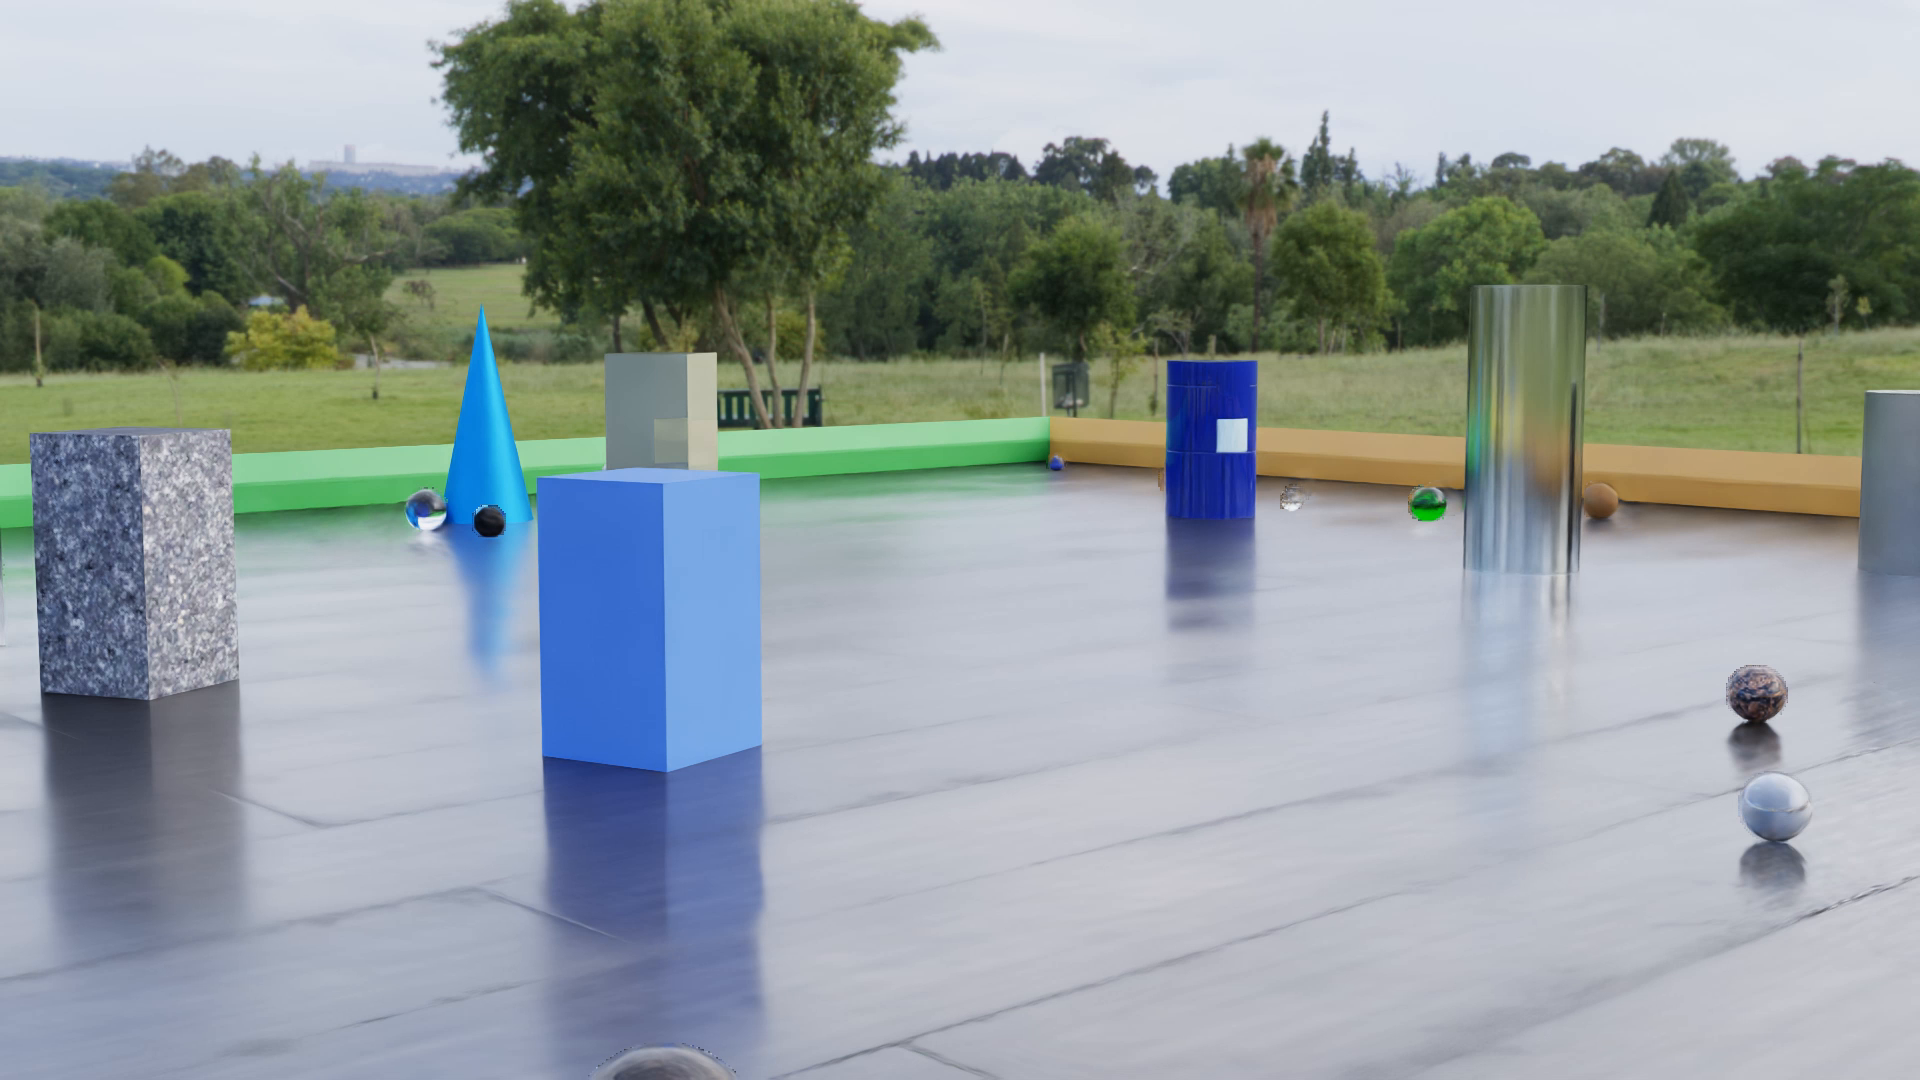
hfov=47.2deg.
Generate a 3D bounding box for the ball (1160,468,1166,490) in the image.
[{"bbox_3d":[0.521,-0.147,5.346,0.069,0.069,0.069,0,6,0],"label":"ball"}]

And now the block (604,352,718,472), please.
[{"bbox_3d":[-0.545,-0.159,4.032,0.157,0.367,0.157,1,6,13],"label":"block"}]

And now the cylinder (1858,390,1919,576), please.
[{"bbox_3d":[1.646,-0.100,3.757,0.197,0.306,0.197,0,6,0],"label":"cylinder"}]

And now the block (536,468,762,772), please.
[{"bbox_3d":[-0.311,0.074,2.219,0.157,0.280,0.157,3,7,30],"label":"block"}]

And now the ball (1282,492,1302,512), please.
[{"bbox_3d":[0.737,-0.086,4.884,0.044,0.044,0.044,0,6,0],"label":"ball"}]

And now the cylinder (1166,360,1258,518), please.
[{"bbox_3d":[0.547,-0.222,4.785,0.197,0.335,0.197,0,6,0],"label":"cylinder"}]

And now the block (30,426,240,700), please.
[{"bbox_3d":[-0.975,0.022,2.605,0.157,0.303,0.157,2,6,20],"label":"block"}]

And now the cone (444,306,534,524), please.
[{"bbox_3d":[-1.010,-0.272,4.668,0.197,0.460,0.197,0,6,0],"label":"cone"}]

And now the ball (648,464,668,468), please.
[{"bbox_3d":[-0.679,-0.120,4.950,0.098,0.098,0.098,0,6,0],"label":"ball"}]

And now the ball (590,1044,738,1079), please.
[{"bbox_3d":[-0.142,0.289,1.052,0.094,0.094,0.094,0,6,0],"label":"ball"}]

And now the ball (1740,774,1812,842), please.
[{"bbox_3d":[0.686,0.225,1.848,0.057,0.057,0.057,0,6,0],"label":"ball"}]

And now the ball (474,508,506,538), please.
[{"bbox_3d":[-0.923,-0.034,4.314,0.060,0.060,0.060,0,6,0],"label":"ball"}]

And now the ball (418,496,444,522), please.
[{"bbox_3d":[-1.110,-0.065,4.618,0.054,0.054,0.054,0,6,0],"label":"ball"}]

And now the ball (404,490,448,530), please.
[{"bbox_3d":[-1.080,-0.060,4.447,0.084,0.084,0.084,0,6,0],"label":"ball"}]

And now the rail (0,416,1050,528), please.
[{"bbox_3d":[-1.474,-0.133,4.920,4.782,0.128,0.045,-5,8,-42],"label":"rail"}]

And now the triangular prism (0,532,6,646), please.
[{"bbox_3d":[-1.335,-0.063,2.872,0.148,0.417,0.170,-3,7,-30],"label":"triangular prism"}]

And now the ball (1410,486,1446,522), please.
[{"bbox_3d":[0.988,-0.075,4.638,0.075,0.075,0.075,0,6,0],"label":"ball"}]

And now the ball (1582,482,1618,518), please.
[{"bbox_3d":[1.371,-0.084,4.712,0.076,0.076,0.076,0,6,0],"label":"ball"}]

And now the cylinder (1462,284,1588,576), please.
[{"bbox_3d":[0.970,-0.193,3.780,0.197,0.486,0.197,0,6,0],"label":"cylinder"}]

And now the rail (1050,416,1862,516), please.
[{"bbox_3d":[1.740,-0.134,4.929,0.045,0.128,4.394,-5,8,-42],"label":"rail"}]

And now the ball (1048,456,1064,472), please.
[{"bbox_3d":[0.267,-0.212,6.094,0.043,0.043,0.043,0,6,0],"label":"ball"}]

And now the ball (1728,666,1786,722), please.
[{"bbox_3d":[0.864,0.167,2.385,0.060,0.060,0.060,0,6,0],"label":"ball"}]
